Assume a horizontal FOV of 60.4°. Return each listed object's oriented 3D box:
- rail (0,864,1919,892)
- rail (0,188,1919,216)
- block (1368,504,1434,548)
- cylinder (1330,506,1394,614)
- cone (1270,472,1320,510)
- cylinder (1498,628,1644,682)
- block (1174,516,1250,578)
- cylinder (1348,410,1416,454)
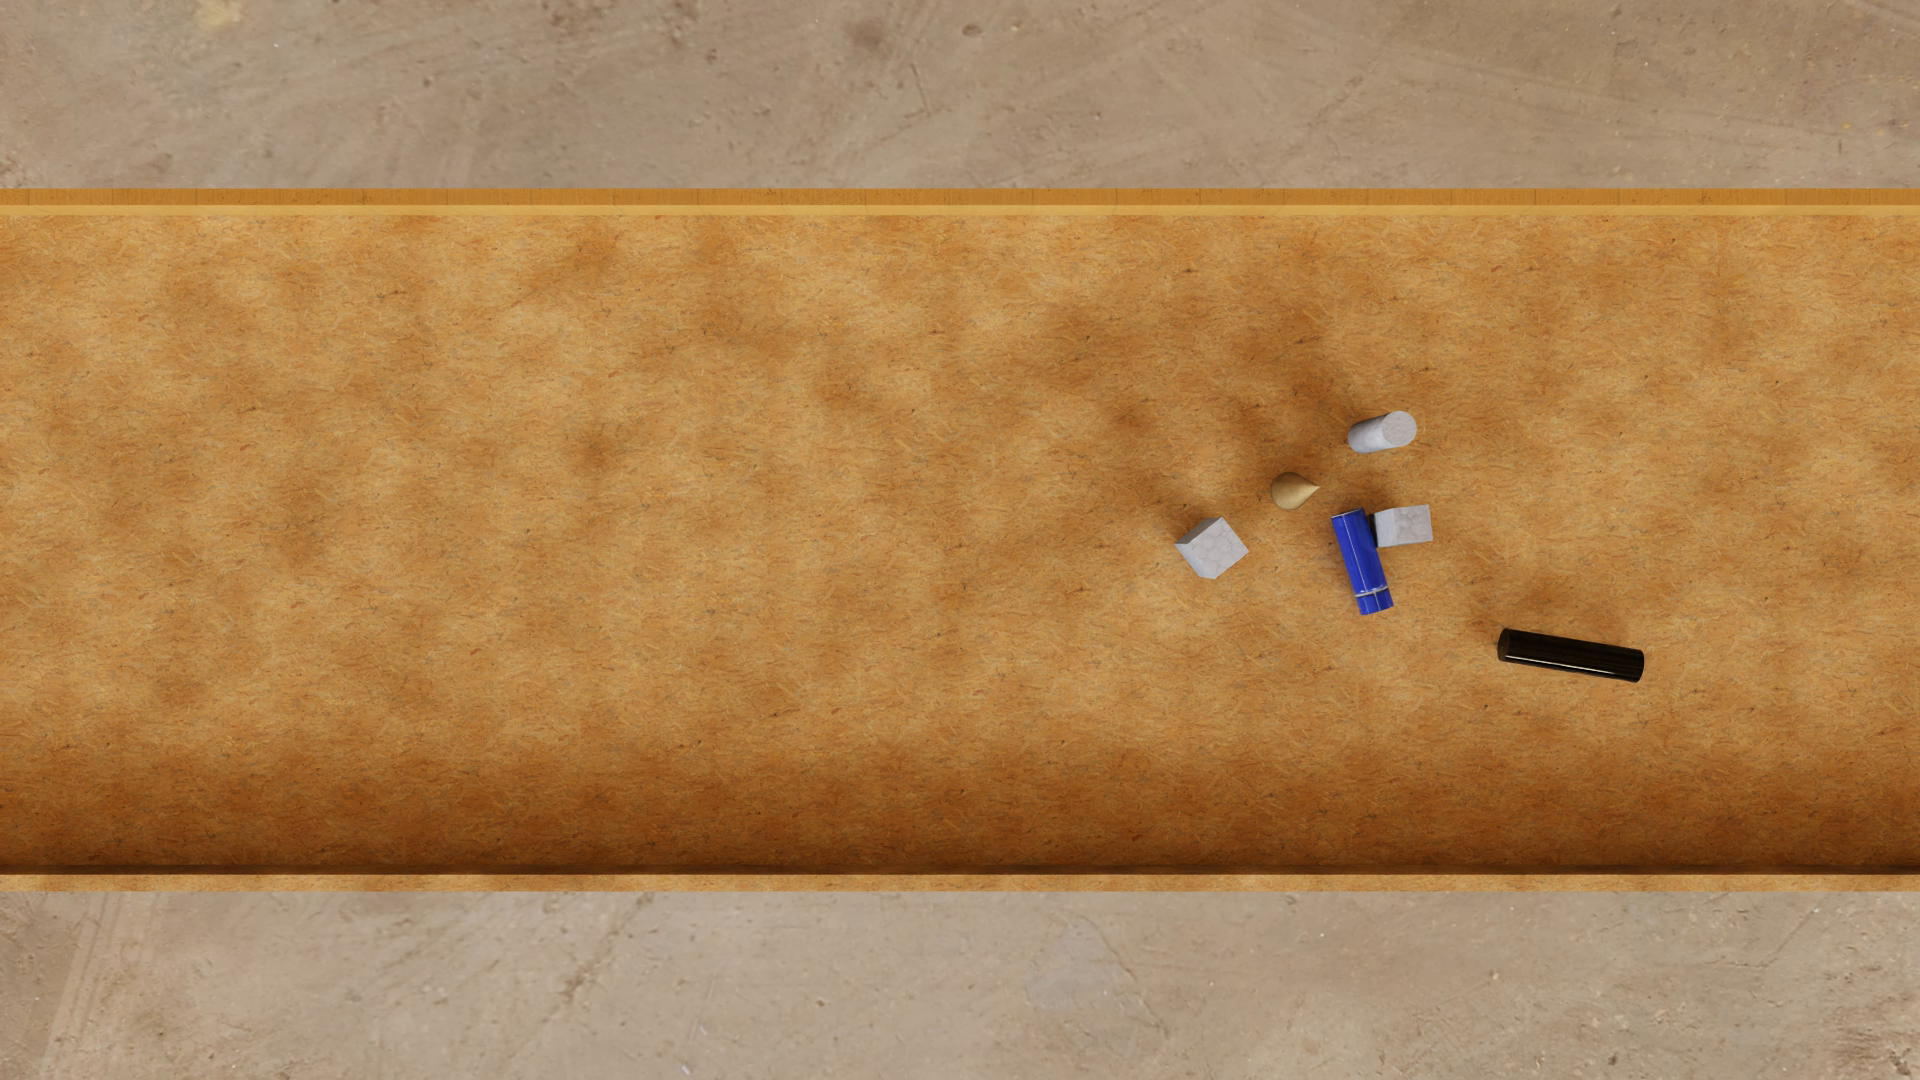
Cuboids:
[{"bbox_3d":[-2.247,1.025,5.001,12.000,0.150,0.050,0,90,0],"label":"rail"},{"bbox_3d":[-2.247,-1.025,5.002,12.000,0.150,0.050,0,90,0],"label":"rail"},{"bbox_3d":[1.309,-0.038,4.909,0.104,0.327,0.104,-6,87,2],"label":"block"},{"bbox_3d":[1.225,0.064,5.025,0.103,0.103,0.313,-17,90,0],"label":"cylinder"},{"bbox_3d":[1.015,-0.151,4.860,0.118,0.433,0.118,0,90,0],"label":"cone"},{"bbox_3d":[1.859,0.352,5.025,0.412,0.103,0.103,9,90,0],"label":"cylinder"},{"bbox_3d":[0.748,0.023,4.925,0.129,0.303,0.129,-38,90,0],"label":"block"},{"bbox_3d":[1.243,-0.315,4.872,0.101,0.408,0.101,0,90,0],"label":"cylinder"}]
